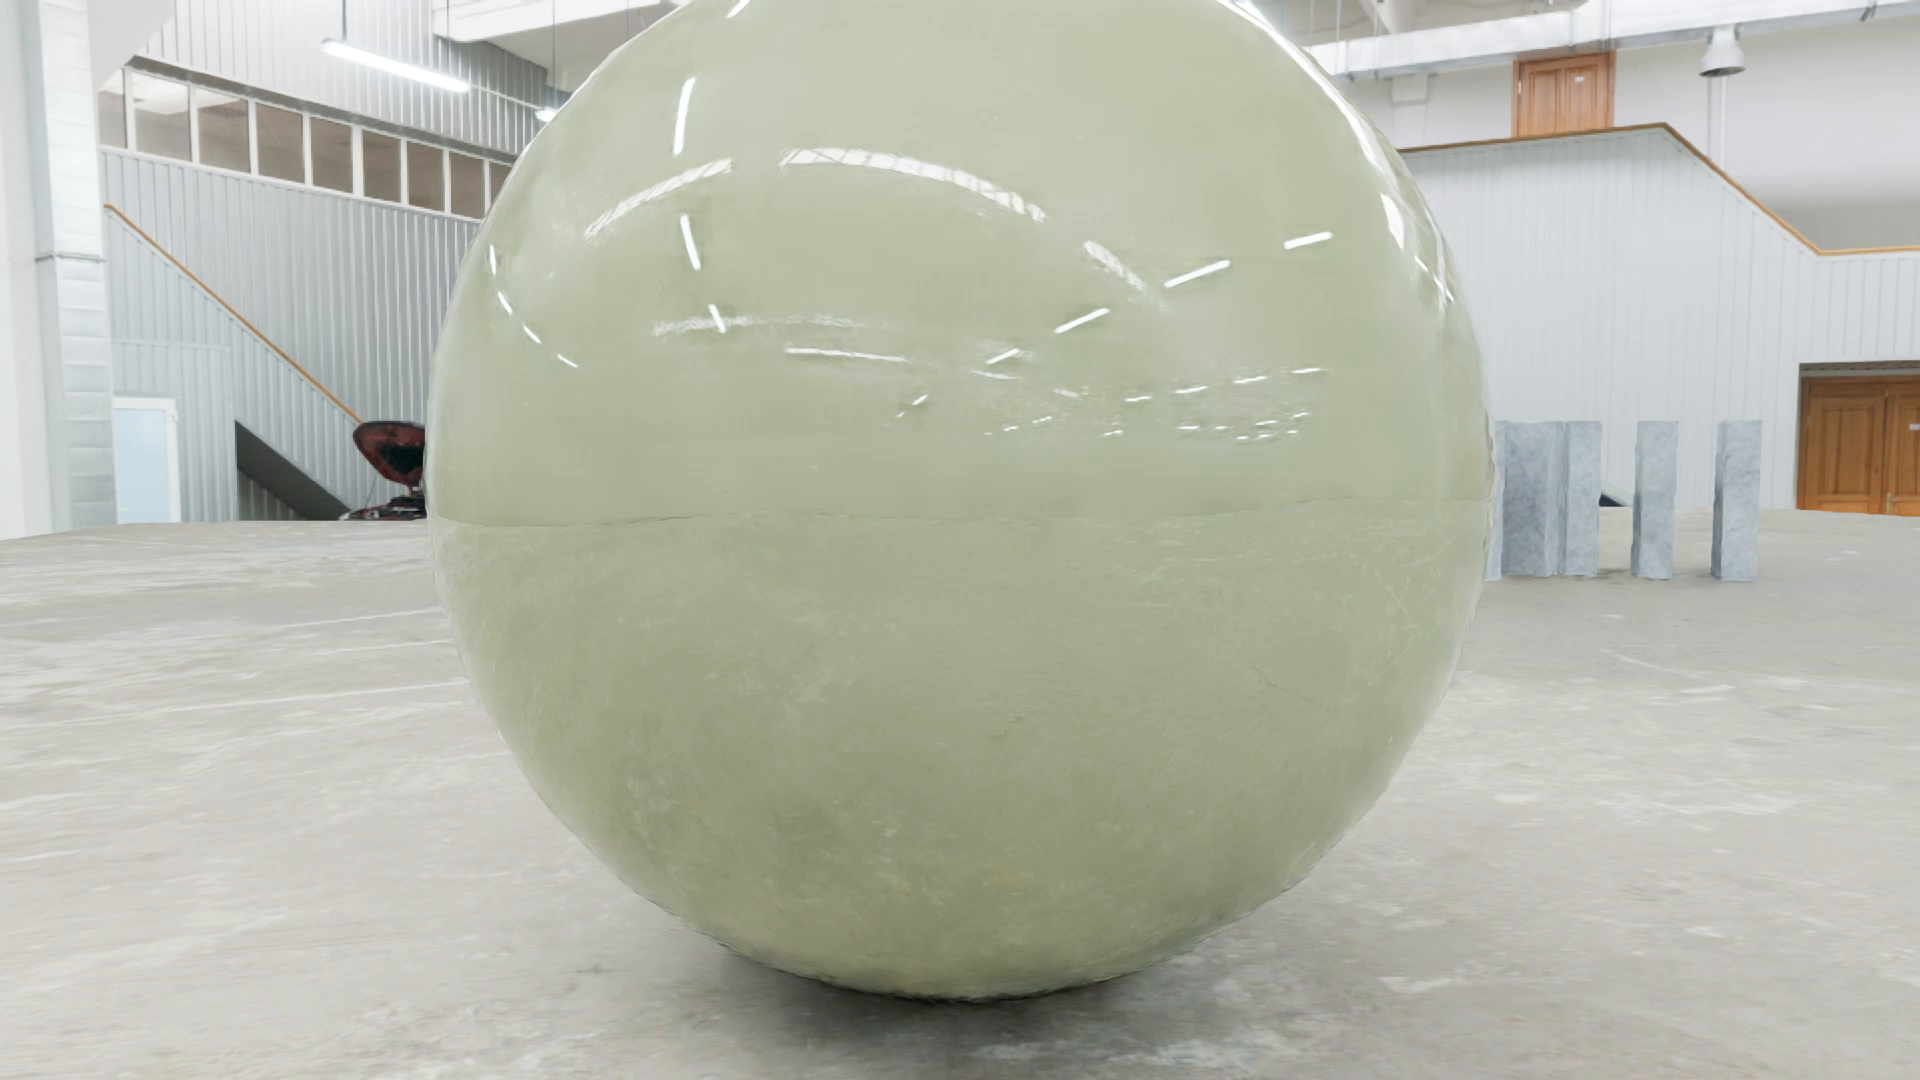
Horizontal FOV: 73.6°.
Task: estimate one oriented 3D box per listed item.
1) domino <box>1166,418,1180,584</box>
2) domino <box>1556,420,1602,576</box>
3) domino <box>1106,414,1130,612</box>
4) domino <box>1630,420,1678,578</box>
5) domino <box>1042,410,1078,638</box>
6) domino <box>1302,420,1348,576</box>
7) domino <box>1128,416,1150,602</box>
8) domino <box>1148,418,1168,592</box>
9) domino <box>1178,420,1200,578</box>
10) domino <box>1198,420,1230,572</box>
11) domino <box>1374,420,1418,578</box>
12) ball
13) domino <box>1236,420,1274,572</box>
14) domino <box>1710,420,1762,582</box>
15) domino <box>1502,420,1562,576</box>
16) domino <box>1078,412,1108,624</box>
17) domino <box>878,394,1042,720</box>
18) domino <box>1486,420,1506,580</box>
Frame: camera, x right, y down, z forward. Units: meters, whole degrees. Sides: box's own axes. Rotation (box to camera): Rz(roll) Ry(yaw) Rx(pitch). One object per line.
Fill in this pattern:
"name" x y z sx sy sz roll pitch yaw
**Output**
"domino" 0.055 -0.012 0.397 0.025 0.050 0.010 1 5 18
"domino" 0.204 -0.014 0.425 0.009 0.050 0.025 1 4 15
"domino" 0.030 -0.007 0.332 0.025 0.050 0.009 2 5 21
"domino" 0.226 -0.014 0.417 0.009 0.050 0.025 2 5 22
"domino" 0.013 -0.004 0.290 0.025 0.050 0.009 2 5 27
"domino" 0.122 -0.015 0.427 0.009 0.050 0.025 2 5 27
"domino" 0.039 -0.009 0.353 0.025 0.050 0.009 2 5 21
"domino" 0.047 -0.011 0.375 0.025 0.050 0.009 2 5 21
"domino" 0.064 -0.014 0.417 0.025 0.050 0.009 3 5 35
"domino" 0.079 -0.015 0.435 0.009 0.050 0.025 -3 5 -34
"domino" 0.142 -0.014 0.417 0.009 0.050 0.025 2 5 25
"ball" 0.000 -0.005 0.103 0.080 0.080 0.080 0 4 0
"domino" 0.101 -0.015 0.437 0.010 0.050 0.025 1 5 18
"domino" 0.247 -0.013 0.408 0.010 0.050 0.025 2 5 24
"domino" 0.183 -0.014 0.422 0.010 0.050 0.025 -4 6 -42
"domino" 0.022 -0.006 0.311 0.025 0.050 0.009 2 5 21
"domino" 0.000 0.002 0.201 0.025 0.050 0.010 0 4 0
"domino" 0.164 -0.013 0.410 0.009 0.050 0.025 0 4 1
